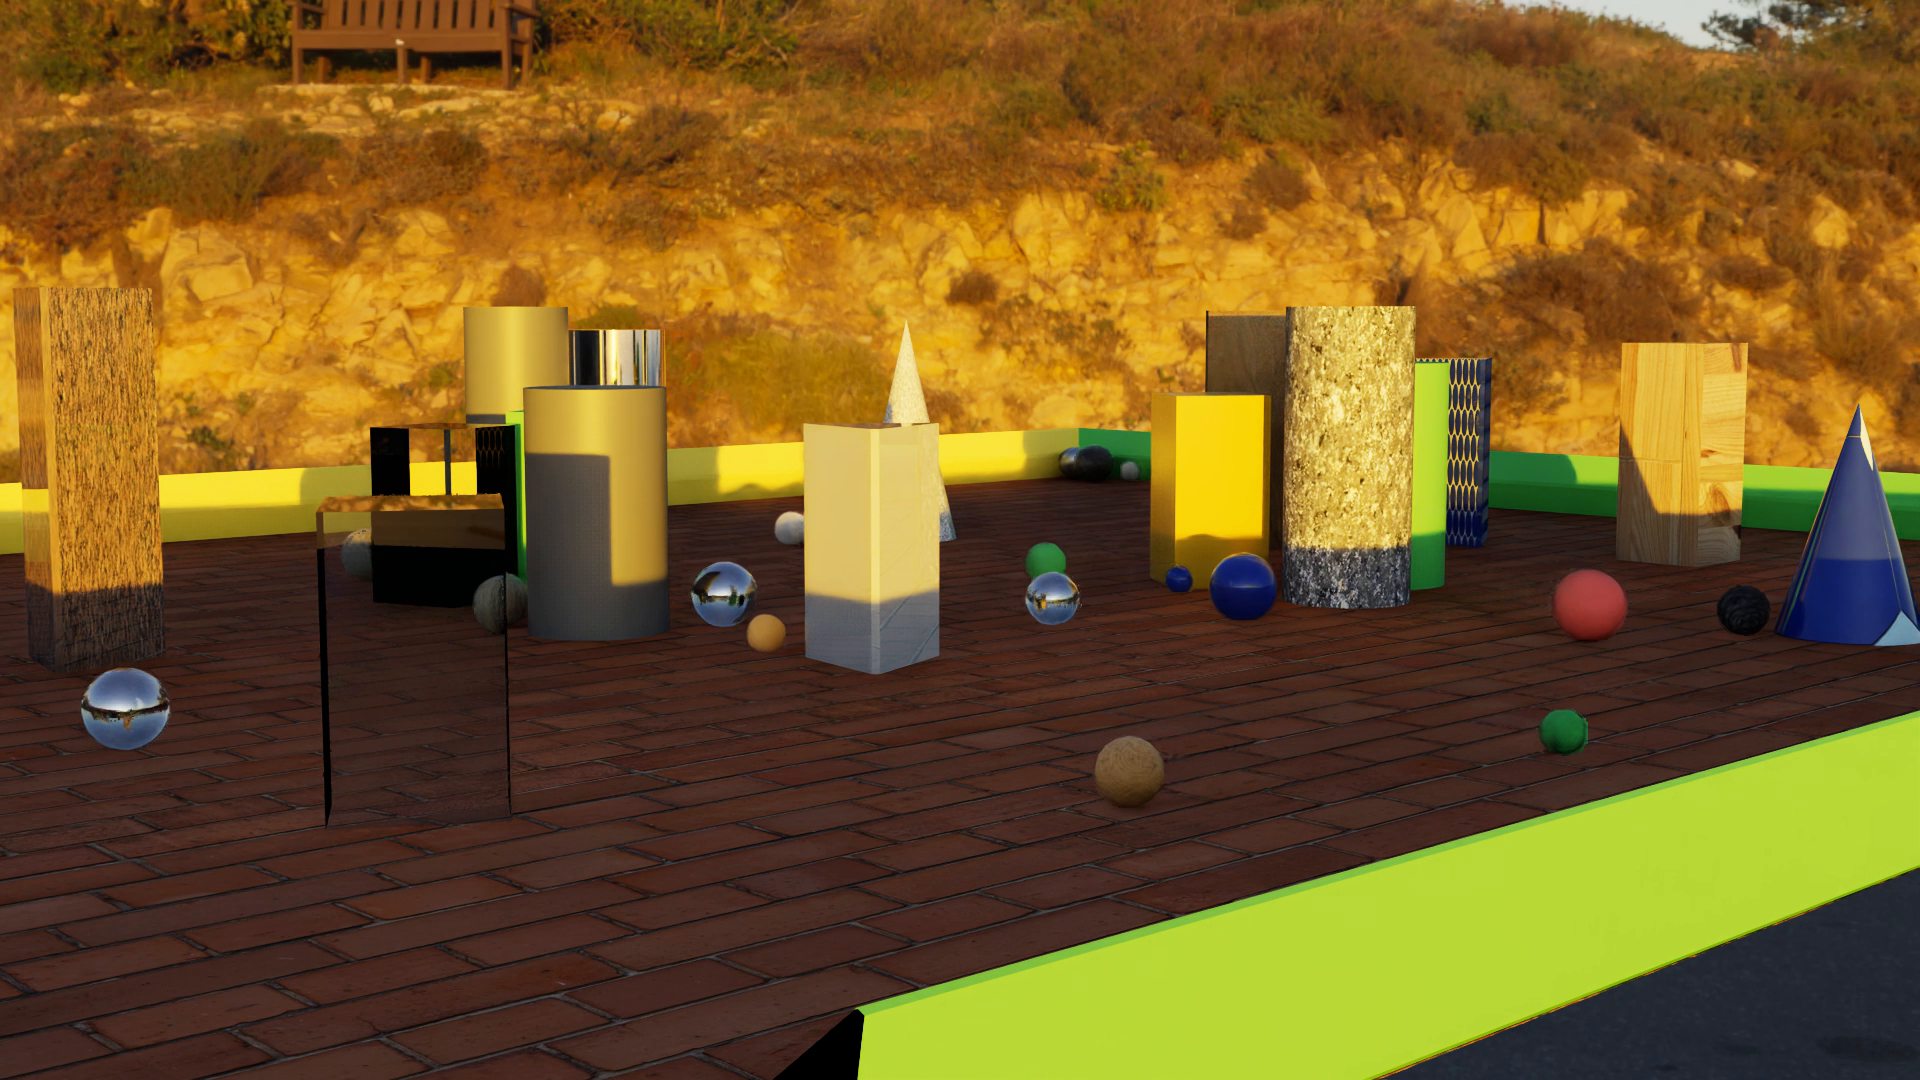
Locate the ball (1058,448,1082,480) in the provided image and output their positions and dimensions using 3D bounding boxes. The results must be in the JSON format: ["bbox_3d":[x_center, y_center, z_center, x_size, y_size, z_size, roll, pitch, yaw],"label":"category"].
[{"bbox_3d":[0.299,-0.202,5.780,0.085,0.085,0.085,0,6,0],"label":"ball"}]

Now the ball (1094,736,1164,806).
[{"bbox_3d":[0.152,0.208,1.976,0.063,0.063,0.063,0,6,0],"label":"ball"}]

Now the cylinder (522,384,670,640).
[{"bbox_3d":[-0.502,-0.042,3.043,0.195,0.338,0.195,0,6,0],"label":"cylinder"}]

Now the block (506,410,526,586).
[{"bbox_3d":[-0.634,-0.072,3.597,0.156,0.281,0.156,2,6,14],"label":"block"}]

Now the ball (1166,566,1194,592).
[{"bbox_3d":[0.346,0.062,3.467,0.043,0.043,0.043,0,6,0],"label":"ball"}]

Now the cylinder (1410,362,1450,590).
[{"bbox_3d":[0.694,-0.109,3.581,0.195,0.359,0.195,0,6,0],"label":"cylinder"}]

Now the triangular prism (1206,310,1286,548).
[{"bbox_3d":[0.551,-0.212,4.163,0.169,0.443,0.146,1,6,8],"label":"triangular prism"}]

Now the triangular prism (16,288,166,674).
[{"bbox_3d":[-1.089,-0.082,2.782,0.146,0.471,0.169,-4,7,-33],"label":"triangular prism"}]

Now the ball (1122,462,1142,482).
[{"bbox_3d":[0.444,-0.177,5.700,0.052,0.052,0.052,0,6,0],"label":"ball"}]

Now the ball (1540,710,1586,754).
[{"bbox_3d":[0.605,0.193,2.207,0.046,0.046,0.046,0,6,0],"label":"ball"}]

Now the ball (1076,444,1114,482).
[{"bbox_3d":[0.349,-0.199,5.694,0.097,0.097,0.097,0,6,0],"label":"ball"}]

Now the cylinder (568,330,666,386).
[{"bbox_3d":[-0.684,-0.216,4.386,0.195,0.405,0.195,0,6,0],"label":"cylinder"}]

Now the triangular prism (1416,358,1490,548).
[{"bbox_3d":[0.970,-0.172,4.220,0.146,0.352,0.169,-6,8,-42],"label":"triangular prism"}]

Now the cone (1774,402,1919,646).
[{"bbox_3d":[1.221,-0.028,3.003,0.195,0.319,0.195,0,6,0],"label":"cone"}]

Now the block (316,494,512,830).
[{"bbox_3d":[-0.485,0.103,1.964,0.156,0.274,0.156,-1,6,-13],"label":"block"}]

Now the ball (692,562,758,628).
[{"bbox_3d":[-0.331,0.076,3.091,0.092,0.092,0.092,0,6,0],"label":"ball"}]

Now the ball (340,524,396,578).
[{"bbox_3d":[-0.986,0.018,3.666,0.088,0.088,0.088,0,6,0],"label":"ball"}]

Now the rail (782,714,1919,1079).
[{"bbox_3d":[1.129,0.161,2.115,3.984,0.127,0.045,-5,8,-42],"label":"rail"}]

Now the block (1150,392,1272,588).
[{"bbox_3d":[0.407,-0.084,3.588,0.156,0.308,0.156,-1,6,-10],"label":"block"}]

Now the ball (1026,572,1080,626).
[{"bbox_3d":[0.131,0.083,3.110,0.076,0.076,0.076,0,6,0],"label":"ball"}]

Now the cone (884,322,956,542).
[{"bbox_3d":[-0.104,-0.215,4.280,0.195,0.425,0.195,0,6,0],"label":"cone"}]

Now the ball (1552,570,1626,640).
[{"bbox_3d":[0.847,0.088,2.965,0.096,0.096,0.096,0,6,0],"label":"ball"}]

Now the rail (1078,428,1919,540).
[{"bbox_3d":[1.446,-0.106,4.659,0.045,0.127,3.378,-5,8,-42],"label":"rail"}]

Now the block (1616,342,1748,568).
[{"bbox_3d":[1.280,-0.156,3.903,0.156,0.386,0.156,-6,8,-44],"label":"block"}]

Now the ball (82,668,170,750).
[{"bbox_3d":[-0.846,0.171,2.230,0.084,0.084,0.084,0,6,0],"label":"ball"}]

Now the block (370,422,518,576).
[{"bbox_3d":[-0.803,-0.046,3.431,0.156,0.264,0.156,3,7,26],"label":"block"}]

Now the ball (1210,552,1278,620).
[{"bbox_3d":[0.408,0.066,3.166,0.097,0.097,0.097,0,6,0],"label":"ball"}]

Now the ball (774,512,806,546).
[{"bbox_3d":[-0.320,-0.022,4.163,0.064,0.064,0.064,0,6,0],"label":"ball"}]

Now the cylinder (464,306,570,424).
[{"bbox_3d":[-0.844,-0.219,4.198,0.195,0.449,0.195,0,6,0],"label":"cylinder"}]

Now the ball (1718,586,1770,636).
[{"bbox_3d":[1.076,0.096,3.017,0.069,0.069,0.069,0,6,0],"label":"ball"}]

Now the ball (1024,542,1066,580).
[{"bbox_3d":[0.138,0.037,3.584,0.068,0.068,0.068,0,6,0],"label":"ball"}]

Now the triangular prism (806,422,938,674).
[{"bbox_3d":[-0.089,0.004,2.788,0.146,0.300,0.169,-4,7,-34],"label":"triangular prism"}]

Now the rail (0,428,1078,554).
[{"bbox_3d":[-1.129,-0.095,4.549,3.984,0.127,0.045,-5,8,-42],"label":"rail"}]

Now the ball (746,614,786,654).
[{"bbox_3d":[-0.253,0.122,2.858,0.051,0.051,0.051,0,6,0],"label":"ball"}]

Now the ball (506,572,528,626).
[{"bbox_3d":[-0.646,0.083,3.089,0.079,0.079,0.079,0,6,0],"label":"ball"}]

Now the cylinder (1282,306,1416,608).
[{"bbox_3d":[0.593,-0.131,3.359,0.195,0.449,0.195,0,6,0],"label":"cylinder"}]
